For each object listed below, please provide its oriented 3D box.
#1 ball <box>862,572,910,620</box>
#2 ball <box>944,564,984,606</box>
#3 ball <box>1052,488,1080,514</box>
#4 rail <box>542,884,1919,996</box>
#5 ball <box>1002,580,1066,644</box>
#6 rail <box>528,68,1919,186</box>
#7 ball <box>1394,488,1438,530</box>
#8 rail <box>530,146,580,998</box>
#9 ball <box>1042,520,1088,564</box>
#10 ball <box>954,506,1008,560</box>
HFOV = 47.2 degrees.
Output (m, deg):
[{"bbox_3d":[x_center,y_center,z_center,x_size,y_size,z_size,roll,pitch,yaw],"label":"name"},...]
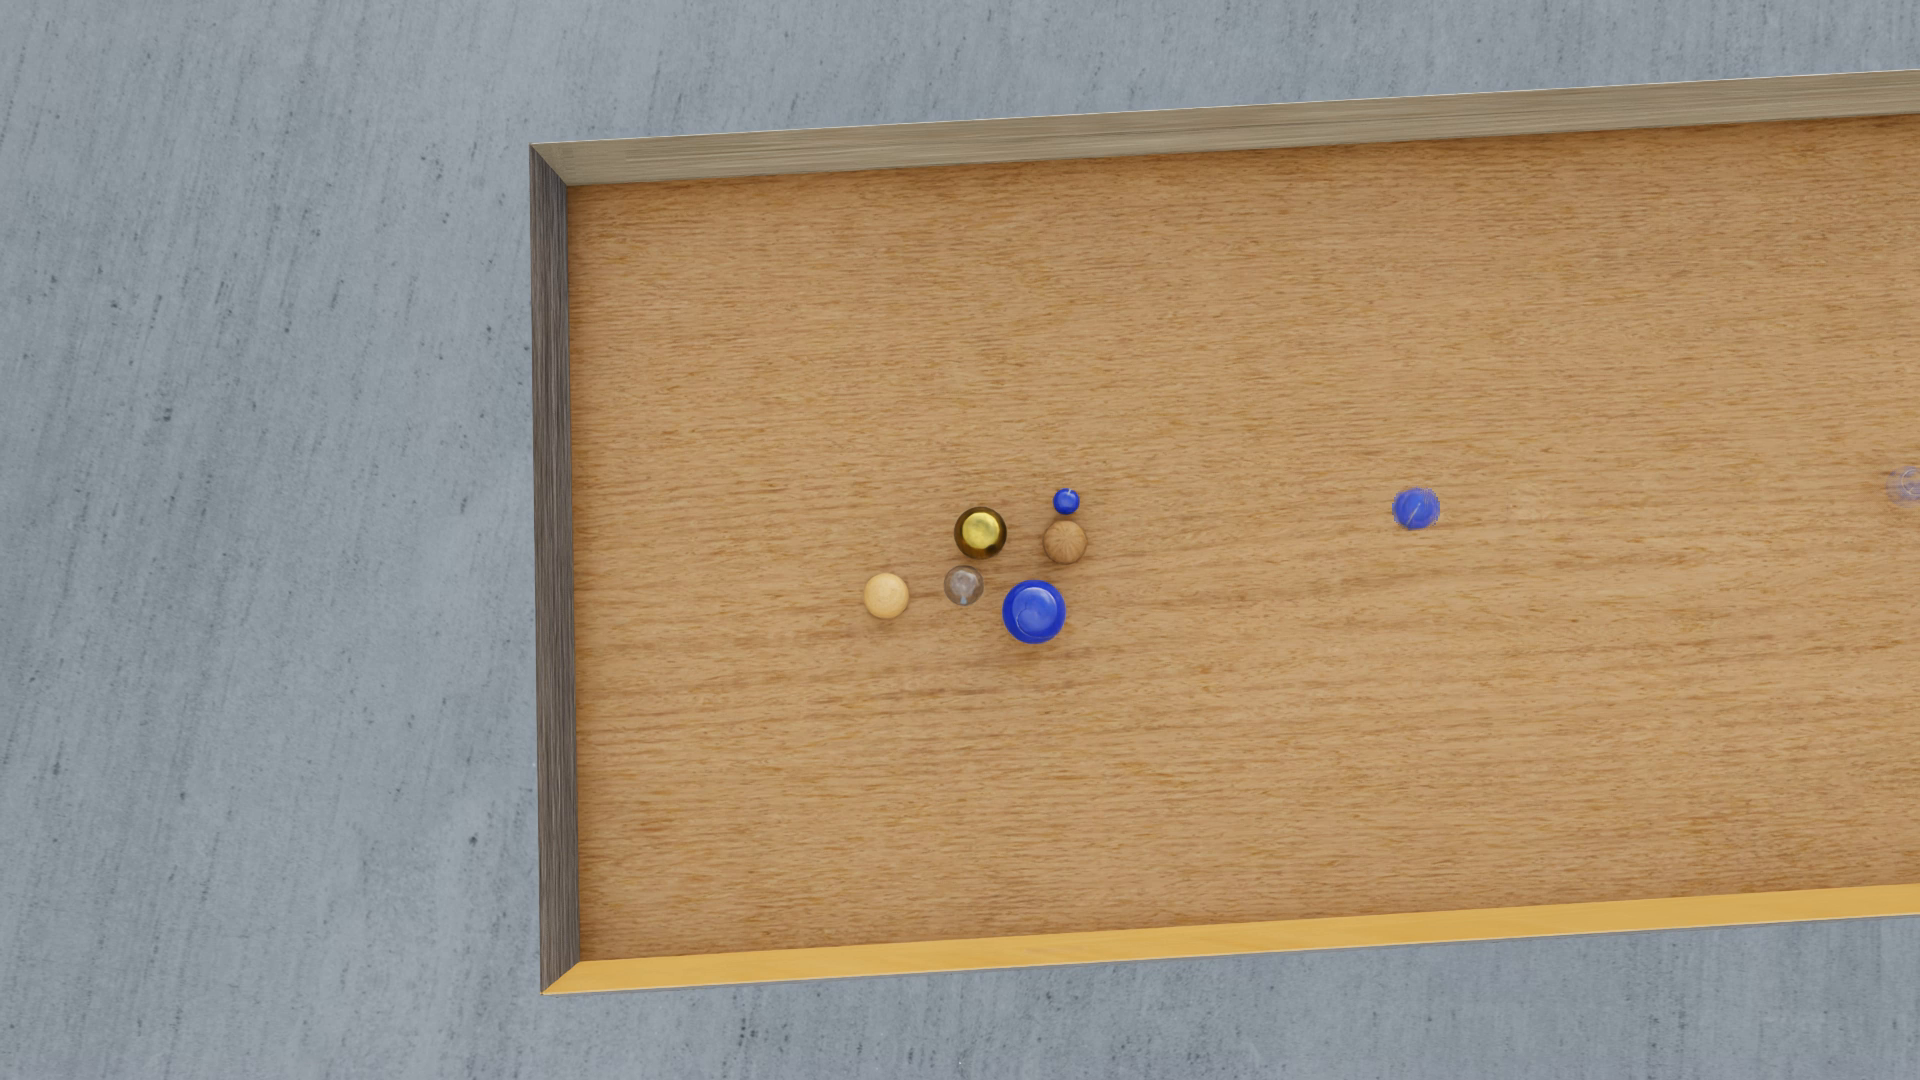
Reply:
[{"bbox_3d":[-0.111,0.084,3.304,0.070,0.070,0.070,0,77,0],"label":"ball"},{"bbox_3d":[0.006,0.068,3.312,0.062,0.062,0.062,0,77,0],"label":"ball"},{"bbox_3d":[0.162,-0.059,3.353,0.041,0.041,0.041,0,77,0],"label":"ball"},{"bbox_3d":[0.660,0.558,3.161,2.504,0.126,0.045,-3,77,-1],"label":"rail"},{"bbox_3d":[0.111,0.107,3.284,0.097,0.097,0.097,0,77,0],"label":"ball"},{"bbox_3d":[0.589,-0.642,3.447,2.504,0.126,0.045,-3,77,-1],"label":"rail"},{"bbox_3d":[0.693,-0.047,3.338,0.065,0.065,0.065,0,77,0],"label":"ball"},{"bbox_3d":[-0.601,0.027,3.288,0.045,0.126,1.283,-3,77,-1],"label":"rail"},{"bbox_3d":[0.158,0.004,3.324,0.068,0.068,0.068,0,77,0],"label":"ball"},{"bbox_3d":[0.031,-0.010,3.321,0.081,0.081,0.081,0,77,0],"label":"ball"}]
